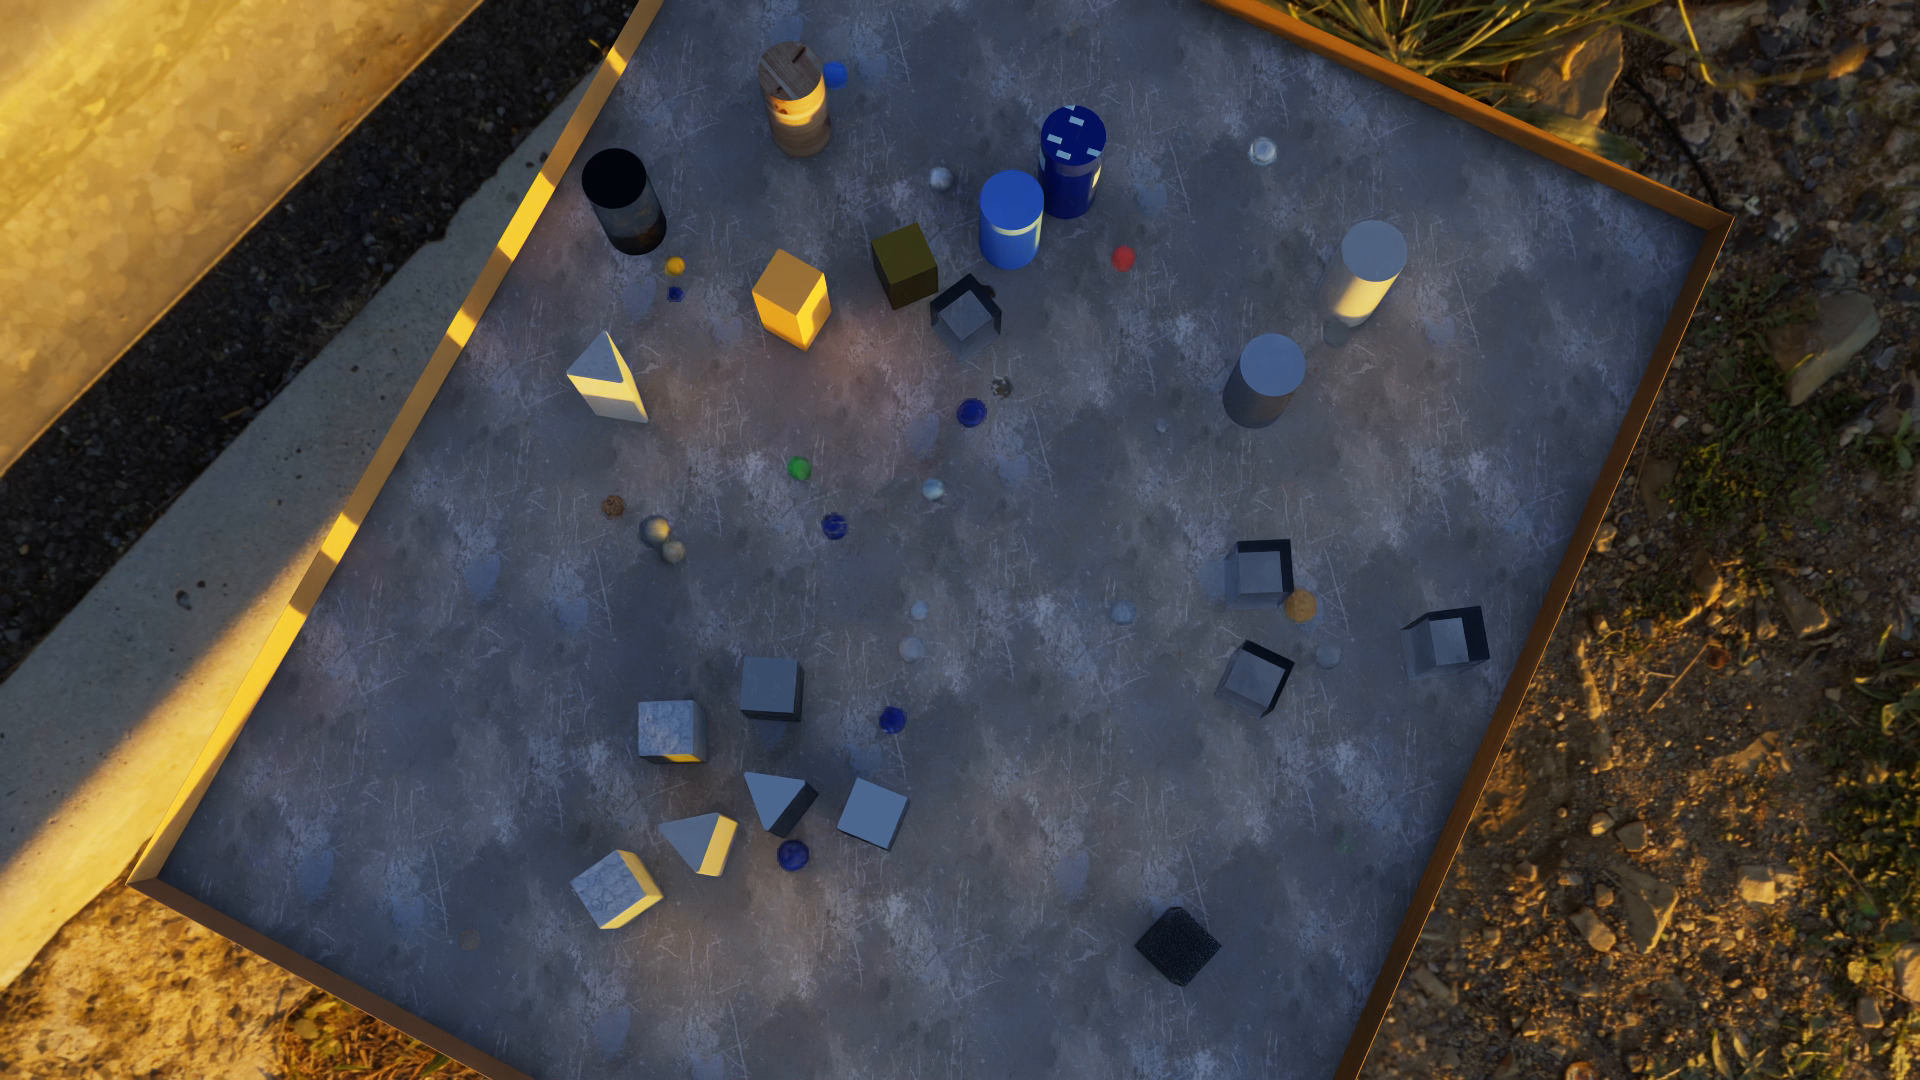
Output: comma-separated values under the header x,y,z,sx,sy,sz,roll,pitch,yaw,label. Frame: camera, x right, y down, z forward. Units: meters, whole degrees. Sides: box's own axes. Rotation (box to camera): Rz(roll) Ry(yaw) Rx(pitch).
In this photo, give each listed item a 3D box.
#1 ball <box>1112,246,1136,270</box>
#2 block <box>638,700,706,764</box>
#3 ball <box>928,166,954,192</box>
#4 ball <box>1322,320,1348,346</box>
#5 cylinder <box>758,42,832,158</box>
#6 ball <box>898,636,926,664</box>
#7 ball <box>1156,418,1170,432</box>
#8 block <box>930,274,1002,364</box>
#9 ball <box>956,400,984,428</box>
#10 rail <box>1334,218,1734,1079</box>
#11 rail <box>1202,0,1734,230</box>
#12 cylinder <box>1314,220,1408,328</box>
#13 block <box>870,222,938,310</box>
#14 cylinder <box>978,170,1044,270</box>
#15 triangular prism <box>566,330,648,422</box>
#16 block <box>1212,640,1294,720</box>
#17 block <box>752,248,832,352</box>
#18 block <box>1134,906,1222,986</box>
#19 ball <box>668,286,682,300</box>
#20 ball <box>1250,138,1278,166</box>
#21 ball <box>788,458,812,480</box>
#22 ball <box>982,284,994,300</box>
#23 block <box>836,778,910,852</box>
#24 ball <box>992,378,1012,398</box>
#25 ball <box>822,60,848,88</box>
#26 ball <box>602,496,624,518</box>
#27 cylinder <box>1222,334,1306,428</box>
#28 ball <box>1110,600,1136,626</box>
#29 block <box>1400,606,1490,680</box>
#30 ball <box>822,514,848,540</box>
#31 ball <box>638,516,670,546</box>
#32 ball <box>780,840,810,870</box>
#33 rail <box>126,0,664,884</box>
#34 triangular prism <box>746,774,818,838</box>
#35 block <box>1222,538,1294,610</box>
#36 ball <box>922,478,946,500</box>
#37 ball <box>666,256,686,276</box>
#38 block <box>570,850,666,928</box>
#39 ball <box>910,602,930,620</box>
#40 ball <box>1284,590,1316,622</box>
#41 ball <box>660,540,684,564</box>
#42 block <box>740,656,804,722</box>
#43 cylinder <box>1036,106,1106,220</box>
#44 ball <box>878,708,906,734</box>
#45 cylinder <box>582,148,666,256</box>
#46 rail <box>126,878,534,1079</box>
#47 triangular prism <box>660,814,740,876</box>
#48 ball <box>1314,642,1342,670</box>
x,y,z,sx,sy,sz,roll,pitch,yaw,label
0.515,-0.889,5.762,0.075,0.075,0.075,0,78,0,ball
-0.836,0.564,5.349,0.154,0.295,0.154,-2,78,0,block
-0.061,-1.142,5.811,0.082,0.082,0.082,0,78,0,ball
1.169,-0.643,5.708,0.081,0.081,0.081,0,78,0,ball
-0.509,-1.361,5.685,0.193,0.417,0.193,0,78,0,cylinder
-0.143,0.330,5.507,0.081,0.081,0.081,0,78,0,ball
0.629,-0.353,5.668,0.043,0.043,0.043,0,78,0,ball
0.018,-0.679,5.635,0.154,0.238,0.154,-37,81,-7,block
0.032,-0.390,5.653,0.087,0.087,0.087,0,78,0,ball
1.498,0.740,5.398,0.045,0.125,3.979,26,80,5,rail
0.879,-1.715,5.906,3.398,0.125,0.045,26,80,5,rail
1.214,-0.805,5.571,0.193,0.415,0.193,0,78,0,cylinder
-0.170,-0.845,5.671,0.154,0.235,0.154,-23,79,-5,block
0.156,-0.983,5.647,0.193,0.339,0.193,0,78,0,cylinder
-1.040,-0.493,5.499,0.167,0.430,0.145,9,78,2,triangular prism
0.864,0.413,5.404,0.154,0.249,0.154,26,79,5,block
-0.510,-0.727,5.588,0.154,0.350,0.154,30,80,6,block
0.618,1.158,5.225,0.154,0.297,0.154,43,82,8,block
-0.895,-0.775,5.754,0.044,0.044,0.044,0,78,0,ball
0.965,-1.233,5.826,0.089,0.089,0.089,0,78,0,ball
-0.491,-0.219,5.625,0.071,0.071,0.071,0,78,0,ball
0.079,-0.771,5.746,0.058,0.058,0.058,0,78,0,ball
-0.249,0.799,5.314,0.154,0.269,0.154,22,79,4,block
0.130,-0.471,5.681,0.065,0.065,0.065,0,78,0,ball
-0.402,-1.496,5.884,0.082,0.082,0.082,0,78,0,ball
-1.059,-0.103,5.604,0.066,0.066,0.066,0,78,0,ball
0.914,-0.476,5.532,0.193,0.358,0.193,0,78,0,cylinder
0.492,0.222,5.532,0.077,0.077,0.077,0,78,0,ball
1.420,0.306,5.382,0.154,0.336,0.154,-7,78,-1,block
-0.381,-0.040,5.585,0.077,0.077,0.077,0,78,0,ball
-0.930,-0.027,5.573,0.097,0.097,0.097,0,78,0,ball
-0.486,0.925,5.379,0.090,0.090,0.090,0,78,0,ball
-1.498,-0.727,5.702,0.045,0.125,3.979,26,80,5,rail
-0.530,0.727,5.221,0.145,0.479,0.167,38,81,7,triangular prism
0.885,0.105,5.446,0.154,0.291,0.154,-3,78,-1,block
-0.080,-0.155,5.613,0.070,0.070,0.070,0,78,0,ball
-0.894,-0.862,5.764,0.061,0.061,0.061,0,78,0,ball
-0.971,0.998,5.231,0.154,0.351,0.154,-35,80,-7,block
-0.121,0.215,5.544,0.055,0.055,0.055,0,78,0,ball
1.027,0.196,5.527,0.096,0.096,0.096,0,78,0,ball
-0.873,0.036,5.572,0.073,0.073,0.073,0,78,0,ball
-0.551,0.441,5.396,0.154,0.253,0.154,4,78,1,block
0.337,-1.157,5.641,0.193,0.421,0.193,0,78,0,cylinder
-0.202,0.540,5.464,0.080,0.080,0.080,0,78,0,ball
-1.028,-1.035,5.632,0.193,0.389,0.193,0,78,0,cylinder
-0.879,1.729,5.194,3.398,0.125,0.045,26,80,5,rail
-0.710,0.838,5.200,0.145,0.476,0.167,-41,81,-8,triangular prism
1.106,0.348,5.503,0.080,0.080,0.080,0,78,0,ball
